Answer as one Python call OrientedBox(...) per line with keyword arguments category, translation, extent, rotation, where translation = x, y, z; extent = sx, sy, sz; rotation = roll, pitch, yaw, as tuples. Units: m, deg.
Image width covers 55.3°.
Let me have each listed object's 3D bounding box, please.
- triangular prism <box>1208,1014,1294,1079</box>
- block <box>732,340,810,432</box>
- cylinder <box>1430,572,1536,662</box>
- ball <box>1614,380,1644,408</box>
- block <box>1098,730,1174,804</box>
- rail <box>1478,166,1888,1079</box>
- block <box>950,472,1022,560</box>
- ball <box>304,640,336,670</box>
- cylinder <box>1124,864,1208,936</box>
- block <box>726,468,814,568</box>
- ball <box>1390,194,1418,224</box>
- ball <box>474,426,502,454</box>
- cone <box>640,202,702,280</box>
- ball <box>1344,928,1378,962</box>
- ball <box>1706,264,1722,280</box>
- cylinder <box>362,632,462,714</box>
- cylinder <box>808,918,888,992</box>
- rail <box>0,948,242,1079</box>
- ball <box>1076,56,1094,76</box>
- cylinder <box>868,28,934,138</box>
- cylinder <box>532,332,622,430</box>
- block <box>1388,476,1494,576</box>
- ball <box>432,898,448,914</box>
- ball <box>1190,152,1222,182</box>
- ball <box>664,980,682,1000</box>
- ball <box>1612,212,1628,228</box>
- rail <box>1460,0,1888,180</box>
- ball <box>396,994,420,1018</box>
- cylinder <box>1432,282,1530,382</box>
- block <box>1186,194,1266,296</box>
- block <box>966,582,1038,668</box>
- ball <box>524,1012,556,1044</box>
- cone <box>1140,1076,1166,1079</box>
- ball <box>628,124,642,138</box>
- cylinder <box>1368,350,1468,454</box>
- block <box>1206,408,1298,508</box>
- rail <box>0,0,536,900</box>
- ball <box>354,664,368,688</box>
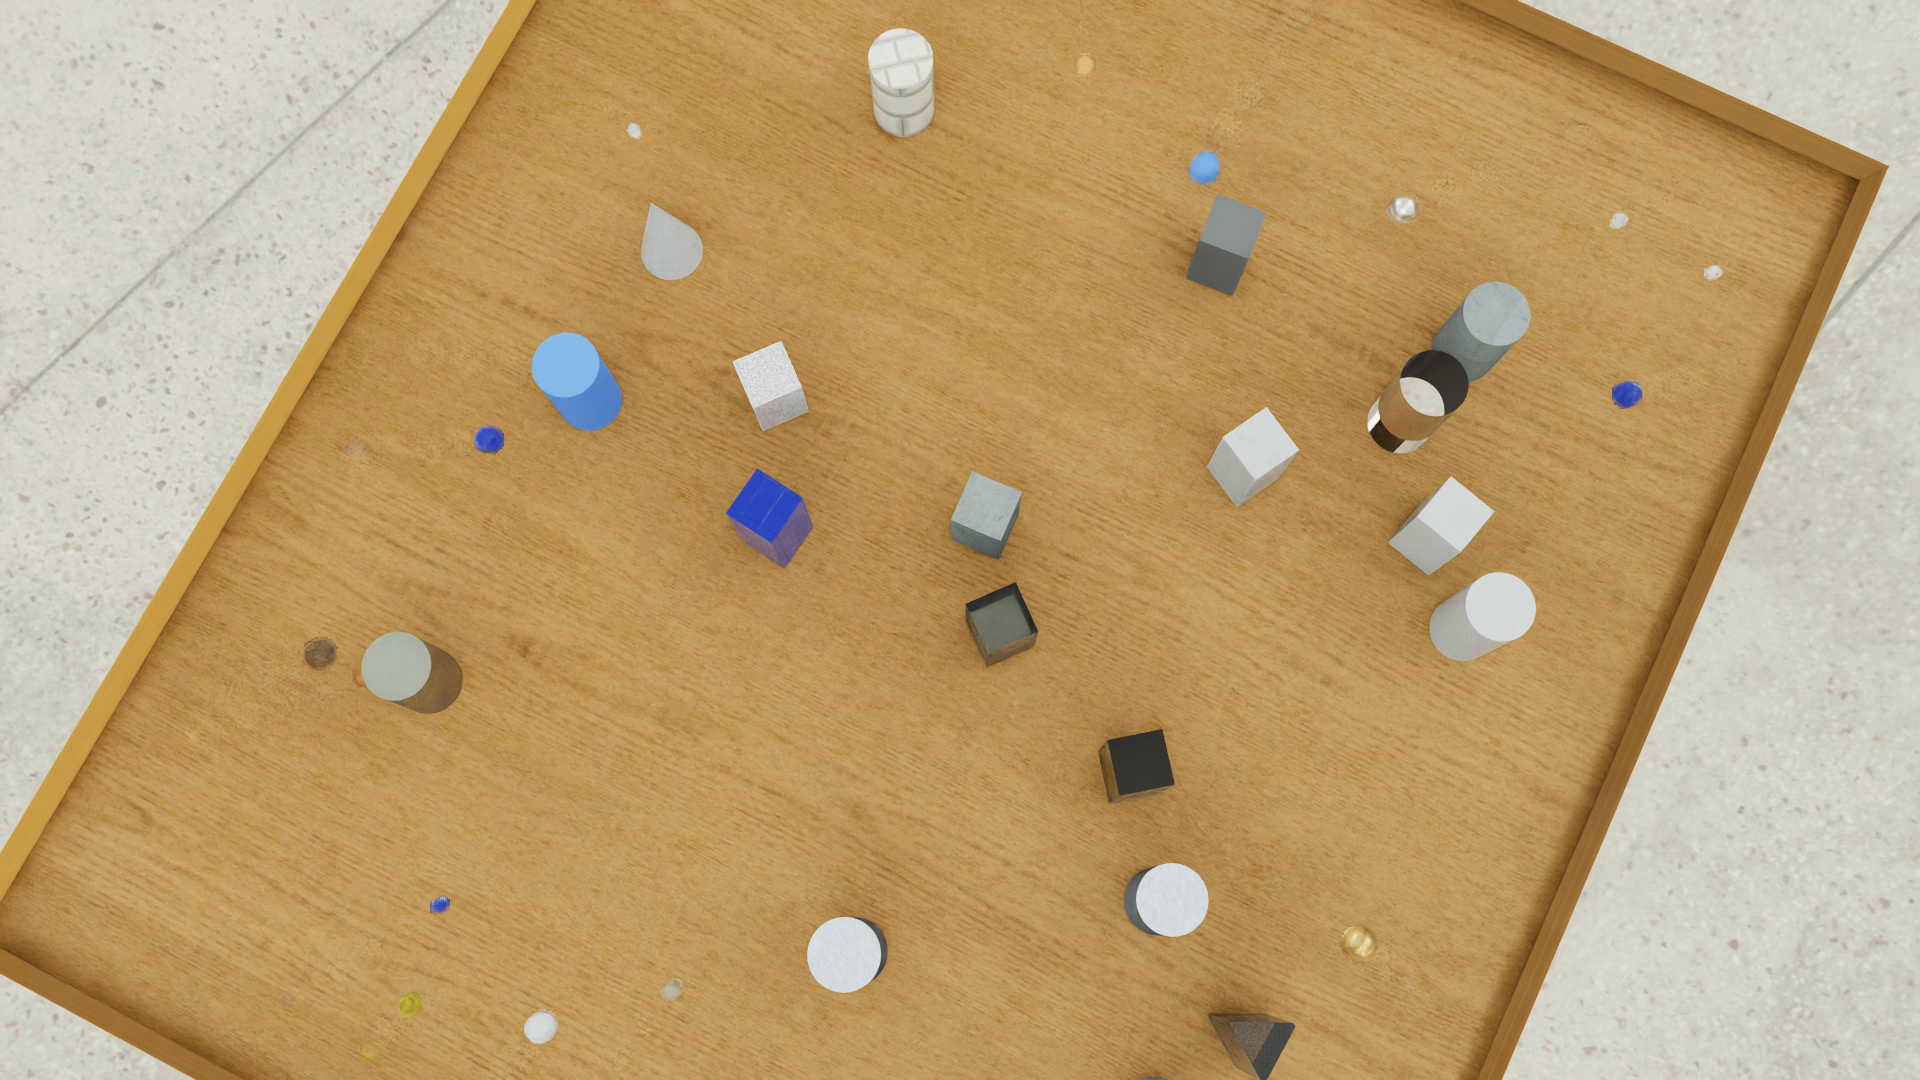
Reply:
OrientedBox(category="triangular prism", translation=(0.784, 1.371, 5.097), extent=(0.148, 0.462, 0.171), rotation=(31, 80, 6))
OrientedBox(category="block", translation=(-0.573, -0.465, 5.578), extent=(0.158, 0.265, 0.158), rotation=(-24, 79, -5))
OrientedBox(category="cylinder", translation=(1.523, 0.229, 5.361), extent=(0.198, 0.407, 0.198), rotation=(0, 78, 0))
OrientedBox(category="ball", translation=(2.068, -0.452, 5.667), extent=(0.085, 0.085, 0.085), rotation=(0, 78, 0))
OrientedBox(category="block", translation=(0.506, 0.658, 5.296), extent=(0.158, 0.361, 0.158), rotation=(-11, 79, -2))
OrientedBox(category="rail", translation=(1.828, 0.902, 5.363), extent=(0.045, 0.128, 4.724), rotation=(26, 80, 5))
OrientedBox(category="block", translation=(0.077, -0.070, 5.483), extent=(0.158, 0.290, 0.158), rotation=(23, 79, 5))
OrientedBox(category="ball", translation=(-1.921, 0.342, 5.500), extent=(0.090, 0.090, 0.090), rotation=(0, 78, 0))
OrientedBox(category="cylinder", translation=(0.581, 1.024, 5.205), extent=(0.198, 0.391, 0.198), rotation=(0, 78, 0))
OrientedBox(category="block", translation=(-0.559, -0.058, 5.428), extent=(0.158, 0.393, 0.158), rotation=(33, 80, 6))
OrientedBox(category="ball", translation=(1.401, -1.045, 5.787), extent=(0.089, 0.089, 0.089), rotation=(0, 78, 0))
OrientedBox(category="ball", translation=(-1.453, -0.308, 5.637), extent=(0.086, 0.086, 0.086), rotation=(0, 78, 0))
OrientedBox(category="cone", translation=(-0.913, -0.958, 5.611), extent=(0.198, 0.399, 0.198), rotation=(0, 78, 0))
OrientedBox(category="ball", translation=(1.164, 1.176, 5.323), extent=(0.099, 0.099, 0.099), rotation=(0, 78, 0))
OrientedBox(category="ball", translation=(2.374, -0.843, 5.768), extent=(0.045, 0.045, 0.045), rotation=(0, 78, 0))
OrientedBox(category="cylinder", translation=(-1.598, 0.392, 5.362), extent=(0.198, 0.339, 0.198), rotation=(0, 78, 0))
OrientedBox(category="cylinder", translation=(-0.310, 1.158, 5.136), extent=(0.198, 0.471, 0.198), rotation=(0, 78, 0))
OrientedBox(category="rail", translation=(-1.046, 2.055, 5.125), extent=(4.134, 0.128, 0.045), rotation=(26, 80, 5))
OrientedBox(category="ball", translation=(0.402, -1.528, 5.902), extent=(0.060, 0.060, 0.060), rotation=(0, 78, 0))
OrientedBox(category="cylinder", translation=(-0.180, -1.425, 5.732), extent=(0.198, 0.352, 0.198), rotation=(0, 78, 0))
OrientedBox(category="cylinder", translation=(-1.151, -0.473, 5.526), extent=(0.198, 0.368, 0.198), rotation=(0, 78, 0))
OrientedBox(category="block", translation=(1.422, -0.037, 5.437), extent=(0.158, 0.367, 0.158), rotation=(40, 81, 8))
OrientedBox(category="ball", translation=(-1.524, 1.071, 5.371), extent=(0.046, 0.046, 0.046), rotation=(0, 78, 0))
OrientedBox(category="ball", translation=(0.779, -1.183, 5.811), extent=(0.099, 0.099, 0.099), rotation=(0, 78, 0))
OrientedBox(category="ball", translation=(-0.834, 1.307, 5.319), extent=(0.053, 0.053, 0.053), rotation=(0, 78, 0))
OrientedBox(category="ball", translation=(2.088, -1.012, 5.802), extent=(0.048, 0.048, 0.048), rotation=(0, 78, 0))
OrientedBox(category="rail", translation=(1.046, -2.041, 5.972), extent=(4.134, 0.128, 0.045), rotation=(26, 80, 5))
OrientedBox(category="ball", translation=(-1.595, 1.347, 5.304), extent=(0.067, 0.067, 0.067), rotation=(0, 78, 0))
OrientedBox(category="cylinder", translation=(1.574, -0.626, 5.556), extent=(0.198, 0.372, 0.198), rotation=(0, 78, 0))
OrientedBox(category="block", translation=(0.815, -0.902, 5.633), extent=(0.158, 0.333, 0.158), rotation=(22, 79, 4))
OrientedBox(category="block", translation=(0.120, 0.254, 5.409), extent=(0.158, 0.303, 0.158), rotation=(-23, 79, -5))
OrientedBox(category="ball", translation=(-1.209, 1.406, 5.280), extent=(0.089, 0.089, 0.089), rotation=(0, 78, 0))
OrientedBox(category="cone", translation=(0.559, 1.609, 5.092), extent=(0.198, 0.375, 0.198), rotation=(0, 78, 0))
OrientedBox(category="ball", translation=(-1.043, -1.310, 5.865), extent=(0.044, 0.044, 0.044), rotation=(0, 78, 0))
OrientedBox(category="cylinder", translation=(1.364, -0.408, 5.481), extent=(0.198, 0.431, 0.198), rotation=(0, 78, 0))
OrientedBox(category="block", translation=(0.872, -0.243, 5.485), extent=(0.158, 0.357, 0.158), rotation=(-34, 80, -7))
OrientedBox(category="rail", translation=(-1.828, -0.888, 5.734), extent=(0.045, 0.128, 4.724), rotation=(26, 80, 5))
OrientedBox(category="ball", translation=(-1.778, 0.406, 5.493), extent=(0.077, 0.077, 0.077), rotation=(0, 78, 0))
